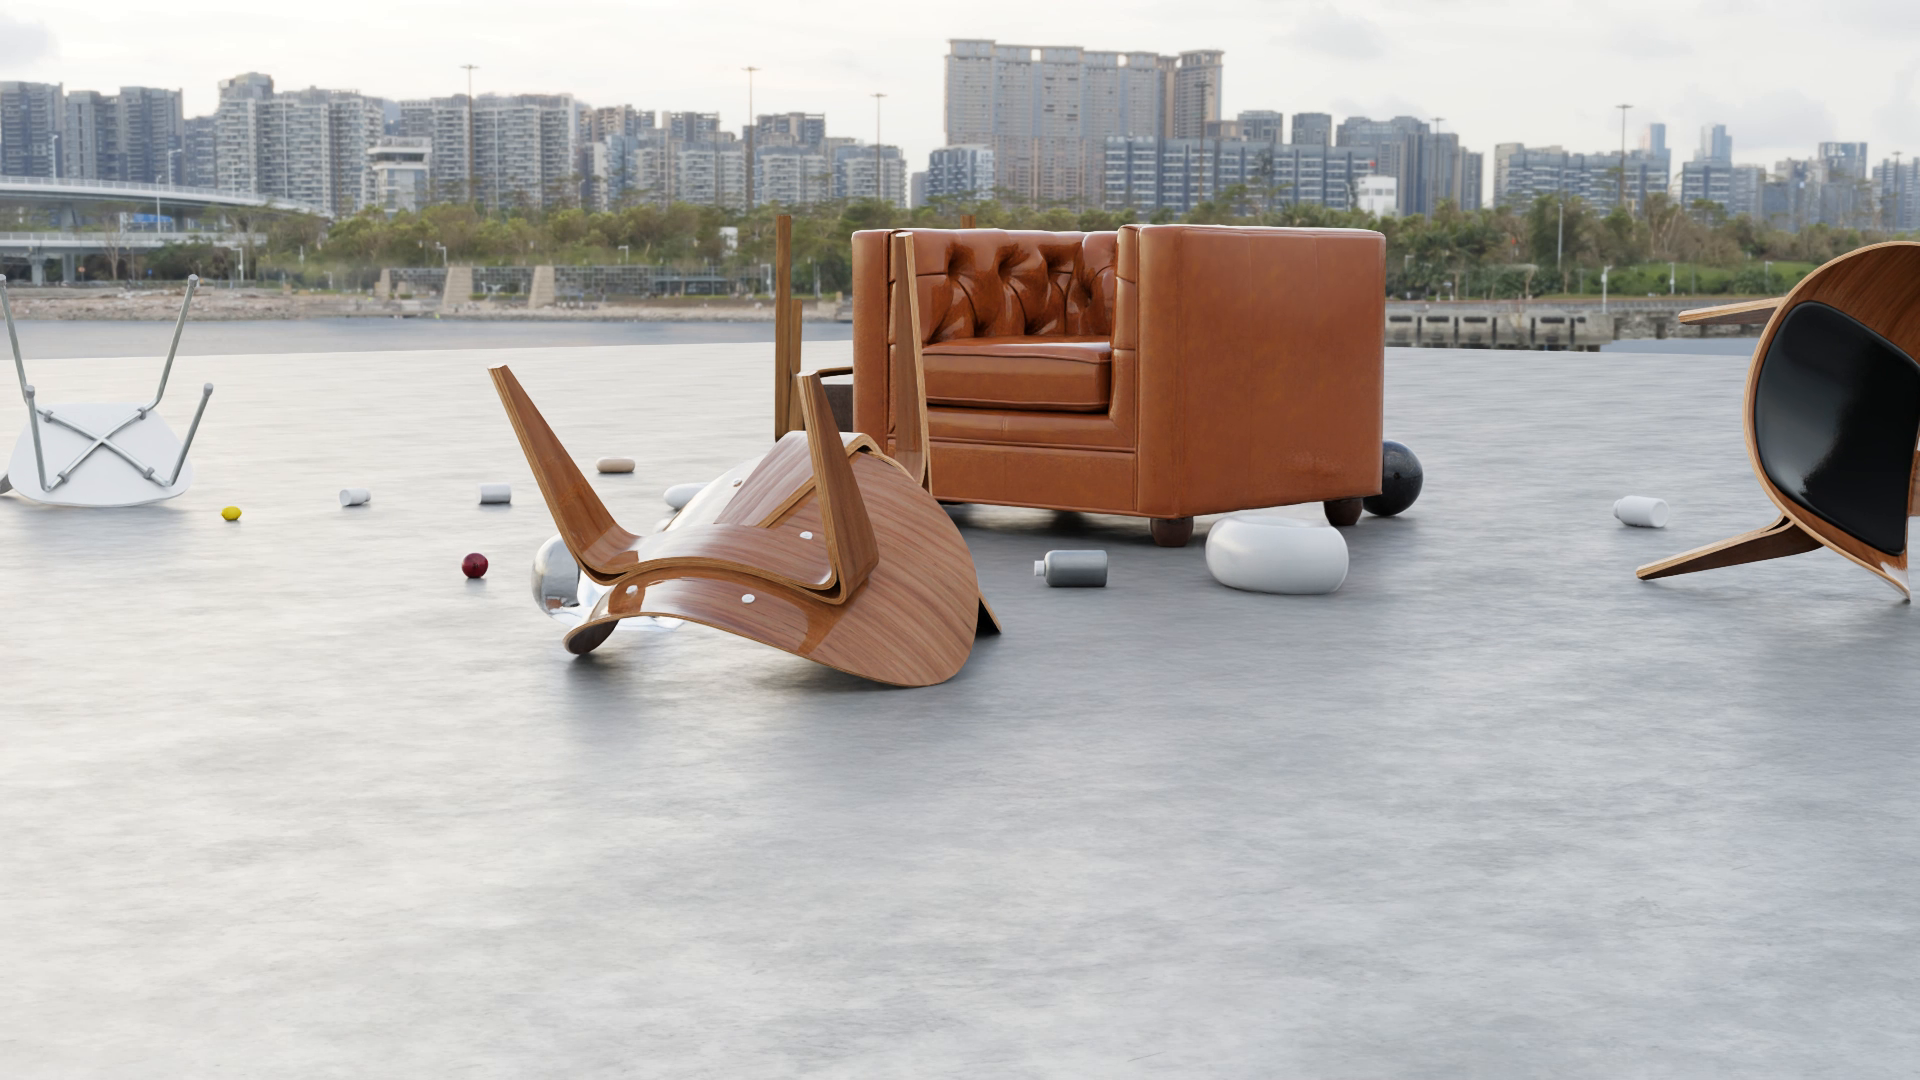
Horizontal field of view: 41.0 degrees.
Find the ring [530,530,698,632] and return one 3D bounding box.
[{"bbox_3d":[-0.637,0.080,4.733,0.314,0.145,0.280,13,-19,-27],"label":"ring"}]

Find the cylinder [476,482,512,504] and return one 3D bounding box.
[{"bbox_3d":[-1.354,-0.136,7.446,0.088,0.059,0.101,-2,10,-20],"label":"cylinder"}]

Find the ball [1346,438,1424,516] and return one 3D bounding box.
[{"bbox_3d":[1.165,-0.171,7.043,0.212,0.212,0.212,0,6,0],"label":"ball"}]

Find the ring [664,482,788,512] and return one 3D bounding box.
[{"bbox_3d":[-0.662,-0.123,7.264,0.358,0.072,0.218,0,5,4],"label":"ring"}]

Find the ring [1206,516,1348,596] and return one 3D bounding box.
[{"bbox_3d":[0.668,0.031,5.422,0.244,0.144,0.386,-1,7,-29],"label":"ring"}]

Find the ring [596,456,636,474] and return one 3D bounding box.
[{"bbox_3d":[-1.158,-0.253,8.631,0.125,0.049,0.149,4,6,28],"label":"ring"}]
